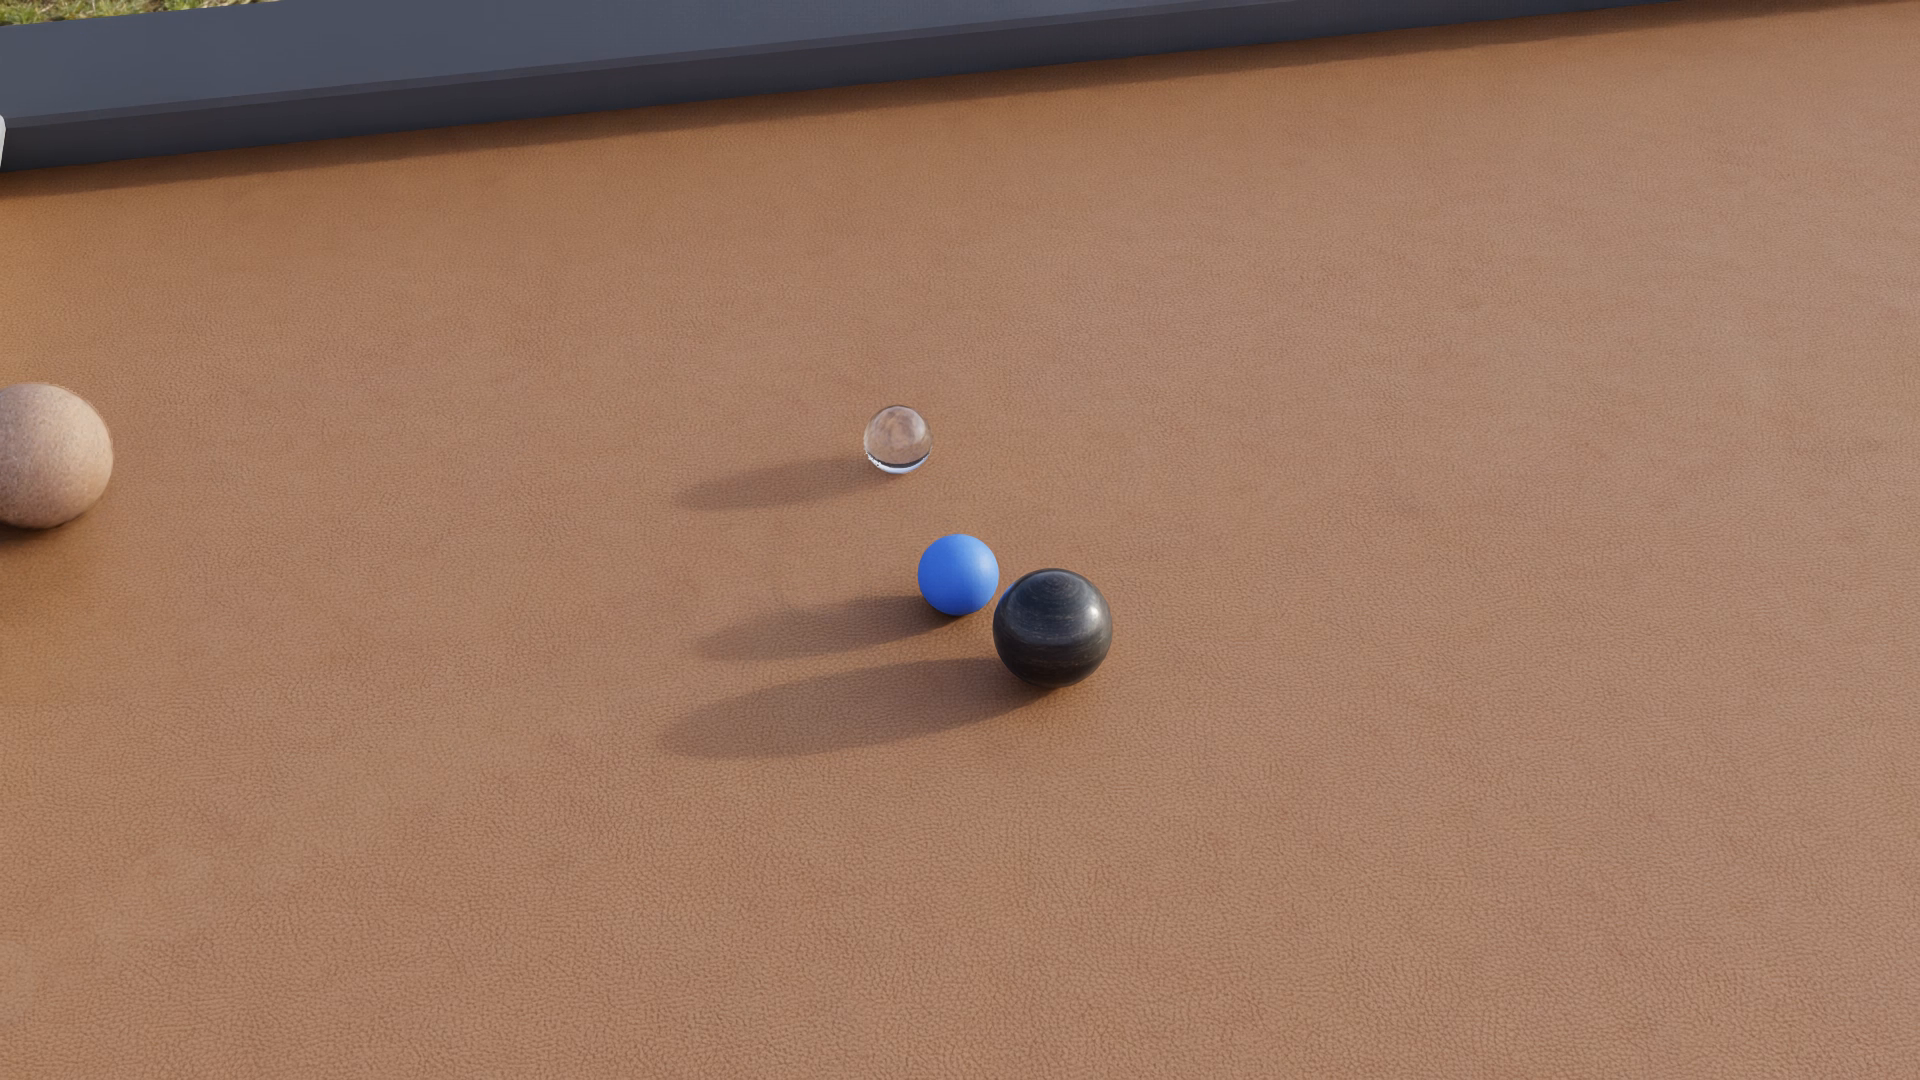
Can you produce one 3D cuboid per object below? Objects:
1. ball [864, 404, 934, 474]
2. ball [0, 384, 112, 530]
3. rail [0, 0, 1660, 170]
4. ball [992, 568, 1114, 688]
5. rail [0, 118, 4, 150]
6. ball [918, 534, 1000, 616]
[{"bbox_3d":[-0.042,-0.068,1.732,0.047,0.047,0.047,0,36,0],"label":"ball"},{"bbox_3d":[-0.602,-0.054,1.672,0.095,0.095,0.095,0,36,0],"label":"ball"},{"bbox_3d":[0.490,-0.512,2.279,2.658,0.124,0.045,-8,37,-11],"label":"rail"},{"bbox_3d":[0.056,0.053,1.543,0.073,0.073,0.073,0,36,0],"label":"ball"},{"bbox_3d":[-0.624,0.056,1.494,0.045,0.124,1.429,-8,37,-11],"label":"rail"},{"bbox_3d":[-0.001,0.022,1.605,0.051,0.051,0.051,0,36,0],"label":"ball"}]
